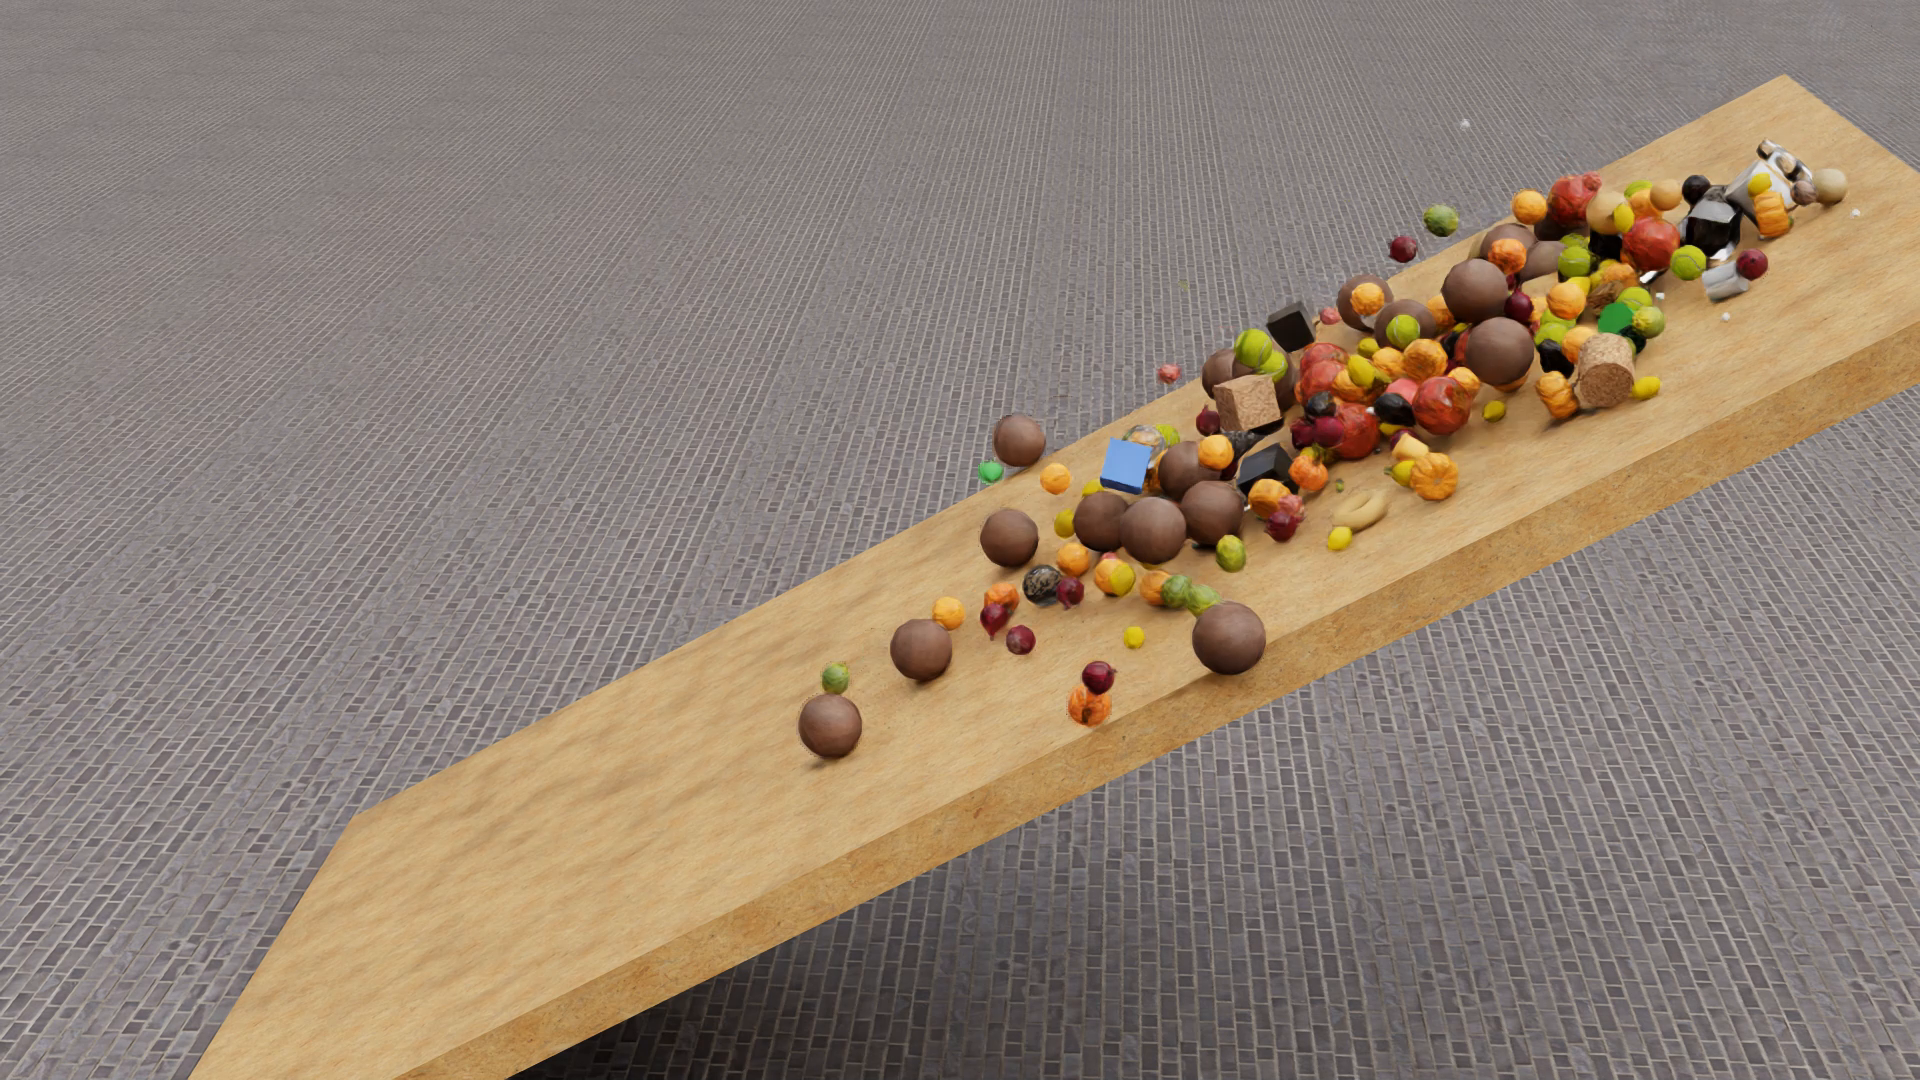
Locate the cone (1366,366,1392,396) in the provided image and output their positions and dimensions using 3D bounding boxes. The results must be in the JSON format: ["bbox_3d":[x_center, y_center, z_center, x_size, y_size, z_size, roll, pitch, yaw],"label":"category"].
[{"bbox_3d":[0.826,-0.308,5.884,0.055,0.055,0.055,25,26,-13],"label":"cone"}]

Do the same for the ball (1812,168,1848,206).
[{"bbox_3d":[1.702,-0.693,5.764,0.073,0.073,0.073,0,18,0],"label":"ball"}]

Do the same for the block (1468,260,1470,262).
[{"bbox_3d":[1.185,-0.617,6.545,0.069,0.069,0.069,-21,17,32],"label":"block"}]

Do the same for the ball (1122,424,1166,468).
[{"bbox_3d":[0.390,-0.198,6.241,0.097,0.097,0.097,0,18,0],"label":"ball"}]

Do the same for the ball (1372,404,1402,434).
[{"bbox_3d":[0.862,-0.245,5.929,0.062,0.062,0.062,0,18,0],"label":"ball"}]

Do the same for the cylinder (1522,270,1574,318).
[{"bbox_3d":[1.209,-0.505,6.050,0.079,0.079,0.079,-17,9,27],"label":"cylinder"}]

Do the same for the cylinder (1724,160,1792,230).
[{"bbox_3d":[1.593,-0.688,5.859,0.097,0.097,0.097,43,21,-3],"label":"cylinder"}]

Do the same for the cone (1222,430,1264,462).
[{"bbox_3d":[0.599,-0.209,6.129,0.082,0.082,0.082,-12,13,20],"label":"cone"}]

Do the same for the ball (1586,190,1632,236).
[{"bbox_3d":[1.321,-0.666,5.993,0.092,0.092,0.092,0,18,0],"label":"ball"}]

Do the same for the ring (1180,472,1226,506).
[{"bbox_3d":[0.513,-0.108,6.210,0.103,0.034,0.103,-27,16,8],"label":"ring"}]

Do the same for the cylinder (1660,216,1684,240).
[{"bbox_3d":[1.472,-0.623,6.011,0.059,0.059,0.059,-34,28,-14],"label":"cylinder"}]

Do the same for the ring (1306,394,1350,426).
[{"bbox_3d":[0.782,-0.277,6.256,0.100,0.033,0.100,-30,17,10],"label":"ring"}]

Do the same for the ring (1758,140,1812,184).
[{"bbox_3d":[1.676,-0.765,5.976,0.129,0.043,0.129,35,14,-10],"label":"ring"}]

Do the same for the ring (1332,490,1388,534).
[{"bbox_3d":[0.753,-0.053,5.532,0.118,0.039,0.118,-29,16,9],"label":"ring"}]

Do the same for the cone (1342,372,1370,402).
[{"bbox_3d":[0.850,-0.318,6.271,0.065,0.065,0.065,4,-7,12],"label":"cone"}]

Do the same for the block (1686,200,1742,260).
[{"bbox_3d":[1.492,-0.614,5.824,0.082,0.082,0.082,15,37,28],"label":"block"}]

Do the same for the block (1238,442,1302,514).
[{"bbox_3d":[0.620,-0.122,5.891,0.087,0.087,0.087,-26,29,30],"label":"block"}]

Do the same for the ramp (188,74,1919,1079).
[{"bbox_3d":[0.142,0.167,6.283,4.000,0.100,2.000,-27,14,11],"label":"ramp"}]

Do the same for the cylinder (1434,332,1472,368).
[{"bbox_3d":[1.008,-0.389,6.012,0.053,0.053,0.053,25,39,-22],"label":"cylinder"}]

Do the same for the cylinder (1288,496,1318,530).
[{"bbox_3d":[0.663,-0.052,5.685,0.050,0.050,0.050,3,23,-1],"label":"cylinder"}]

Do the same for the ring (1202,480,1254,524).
[{"bbox_3d":[0.558,-0.083,5.996,0.145,0.048,0.145,-31,8,5],"label":"ring"}]

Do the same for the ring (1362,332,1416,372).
[{"bbox_3d":[0.930,-0.404,6.376,0.132,0.044,0.132,-30,14,8],"label":"ring"}]

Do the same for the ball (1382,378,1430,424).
[{"bbox_3d":[0.888,-0.277,5.855,0.092,0.092,0.092,0,18,0],"label":"ball"}]

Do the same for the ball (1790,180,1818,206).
[{"bbox_3d":[1.643,-0.676,5.726,0.052,0.052,0.052,0,18,0],"label":"ball"}]

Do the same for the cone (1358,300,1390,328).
[{"bbox_3d":[0.938,-0.518,6.573,0.069,0.069,0.069,-15,-7,-39],"label":"cone"}]

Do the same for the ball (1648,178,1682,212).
[{"bbox_3d":[1.391,-0.681,5.795,0.065,0.065,0.065,0,18,0],"label":"ball"}]

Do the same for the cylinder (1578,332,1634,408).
[{"bbox_3d":[1.185,-0.312,5.396,0.098,0.098,0.098,3,38,8],"label":"cylinder"}]

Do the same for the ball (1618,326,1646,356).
[{"bbox_3d":[1.271,-0.378,5.570,0.056,0.056,0.056,0,18,0],"label":"ball"}]

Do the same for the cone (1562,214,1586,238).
[{"bbox_3d":[1.361,-0.698,6.470,0.054,0.054,0.054,-4,-10,-11],"label":"cone"}]

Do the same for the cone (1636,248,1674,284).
[{"bbox_3d":[1.417,-0.556,5.946,0.072,0.072,0.072,-7,19,-26],"label":"cone"}]

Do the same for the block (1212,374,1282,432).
[{"bbox_3d":[0.584,-0.280,5.996,0.092,0.092,0.092,-19,11,-18],"label":"block"}]

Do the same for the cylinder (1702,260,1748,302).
[{"bbox_3d":[1.455,-0.492,5.589,0.063,0.063,0.063,-20,4,35],"label":"cylinder"}]

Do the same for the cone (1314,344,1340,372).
[{"bbox_3d":[0.811,-0.410,6.479,0.056,0.056,0.056,3,63,9],"label":"cone"}]

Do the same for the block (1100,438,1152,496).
[{"bbox_3d":[0.338,-0.150,6.004,0.086,0.086,0.086,14,-9,4],"label":"block"}]

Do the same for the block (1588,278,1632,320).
[{"bbox_3d":[1.298,-0.480,5.879,0.055,0.055,0.055,-16,20,44],"label":"block"}]

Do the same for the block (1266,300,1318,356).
[{"bbox_3d":[0.742,-0.473,6.572,0.081,0.081,0.081,-24,14,18],"label":"block"}]

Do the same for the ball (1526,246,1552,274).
[{"bbox_3d":[1.258,-0.610,6.395,0.058,0.058,0.058,0,18,0],"label":"ball"}]

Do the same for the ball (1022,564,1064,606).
[{"bbox_3d":[0.172,0.094,6.090,0.087,0.087,0.087,0,18,0],"label":"ball"}]

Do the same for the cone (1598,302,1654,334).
[{"bbox_3d":[1.300,-0.411,5.658,0.099,0.099,0.099,-8,19,-33],"label":"cone"}]

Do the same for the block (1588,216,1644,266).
[{"bbox_3d":[1.358,-0.630,6.093,0.074,0.074,0.074,36,57,26],"label":"block"}]

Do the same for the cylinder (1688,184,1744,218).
[{"bbox_3d":[1.531,-0.660,5.955,0.092,0.092,0.092,12,38,32],"label":"cylinder"}]

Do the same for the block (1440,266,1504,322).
[{"bbox_3d":[1.107,-0.534,6.361,0.083,0.083,0.083,-38,10,-14],"label":"block"}]

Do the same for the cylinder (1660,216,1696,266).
[{"bbox_3d":[1.461,-0.603,5.926,0.072,0.072,0.072,-40,36,-24],"label":"cylinder"}]
